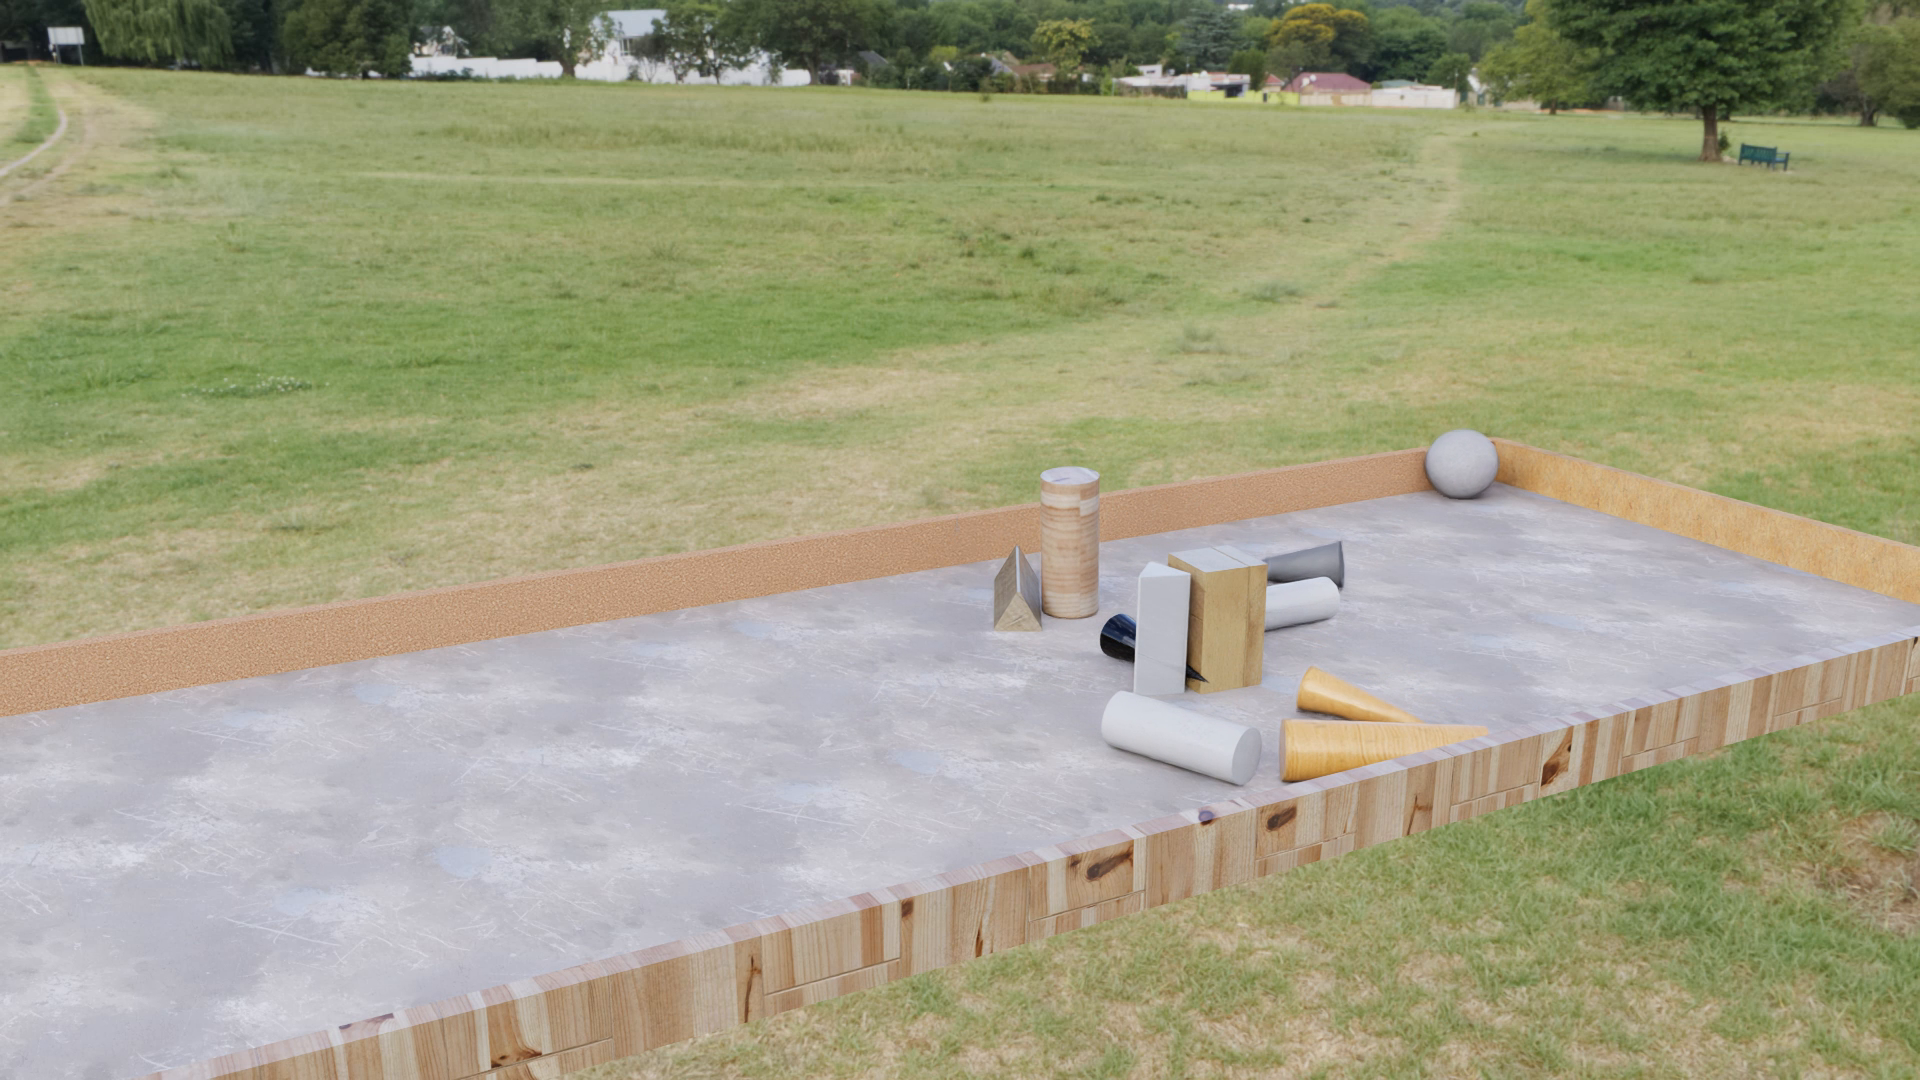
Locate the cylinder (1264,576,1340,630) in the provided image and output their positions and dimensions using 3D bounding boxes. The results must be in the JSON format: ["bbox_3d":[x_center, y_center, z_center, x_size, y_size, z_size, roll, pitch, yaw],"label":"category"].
[{"bbox_3d":[0.821,0.190,4.502,0.452,0.118,0.118,-8,18,-26],"label":"cylinder"}]

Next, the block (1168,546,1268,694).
[{"bbox_3d":[0.638,0.197,4.126,0.177,0.315,0.177,-7,18,-22],"label":"block"}]

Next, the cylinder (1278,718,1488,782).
[{"bbox_3d":[0.911,0.459,3.555,0.428,0.134,0.134,1,16,5],"label":"cylinder"}]

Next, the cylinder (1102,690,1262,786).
[{"bbox_3d":[0.488,0.435,3.647,0.334,0.129,0.129,13,21,37],"label":"cylinder"}]

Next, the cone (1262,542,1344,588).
[{"bbox_3d":[0.920,0.088,4.938,0.437,0.135,0.135,-4,14,18],"label":"cone"}]

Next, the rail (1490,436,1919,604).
[{"bbox_3d":[2.466,-0.048,5.253,0.050,0.150,2.100,-9,18,-27],"label":"rail"}]

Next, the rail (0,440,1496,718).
[{"bbox_3d":[-3.305,0.497,3.399,12.000,0.150,0.050,-9,18,-27],"label":"rail"}]

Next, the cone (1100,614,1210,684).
[{"bbox_3d":[0.510,0.299,4.152,0.119,0.119,0.366,-10,21,-31],"label":"cone"}]

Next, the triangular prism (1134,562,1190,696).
[{"bbox_3d":[0.481,0.217,4.067,0.129,0.308,0.112,-3,18,-11],"label":"triangular prism"}]

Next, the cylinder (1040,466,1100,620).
[{"bbox_3d":[0.308,0.008,4.608,0.163,0.395,0.163,-1,20,0],"label":"cylinder"}]

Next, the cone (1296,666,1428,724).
[{"bbox_3d":[0.994,0.408,3.870,0.391,0.108,0.108,18,23,27],"label":"cone"}]

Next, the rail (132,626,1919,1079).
[{"bbox_3d":[-2.336,1.006,1.665,12.000,0.150,0.050,-9,18,-27],"label":"rail"}]

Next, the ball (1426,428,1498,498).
[{"bbox_3d":[1.777,-0.272,5.838,0.248,0.248,0.248,0,16,0],"label":"ball"}]

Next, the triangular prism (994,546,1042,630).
[{"bbox_3d":[0.164,0.131,4.701,0.129,0.111,0.444,1,16,1],"label":"triangular prism"}]
